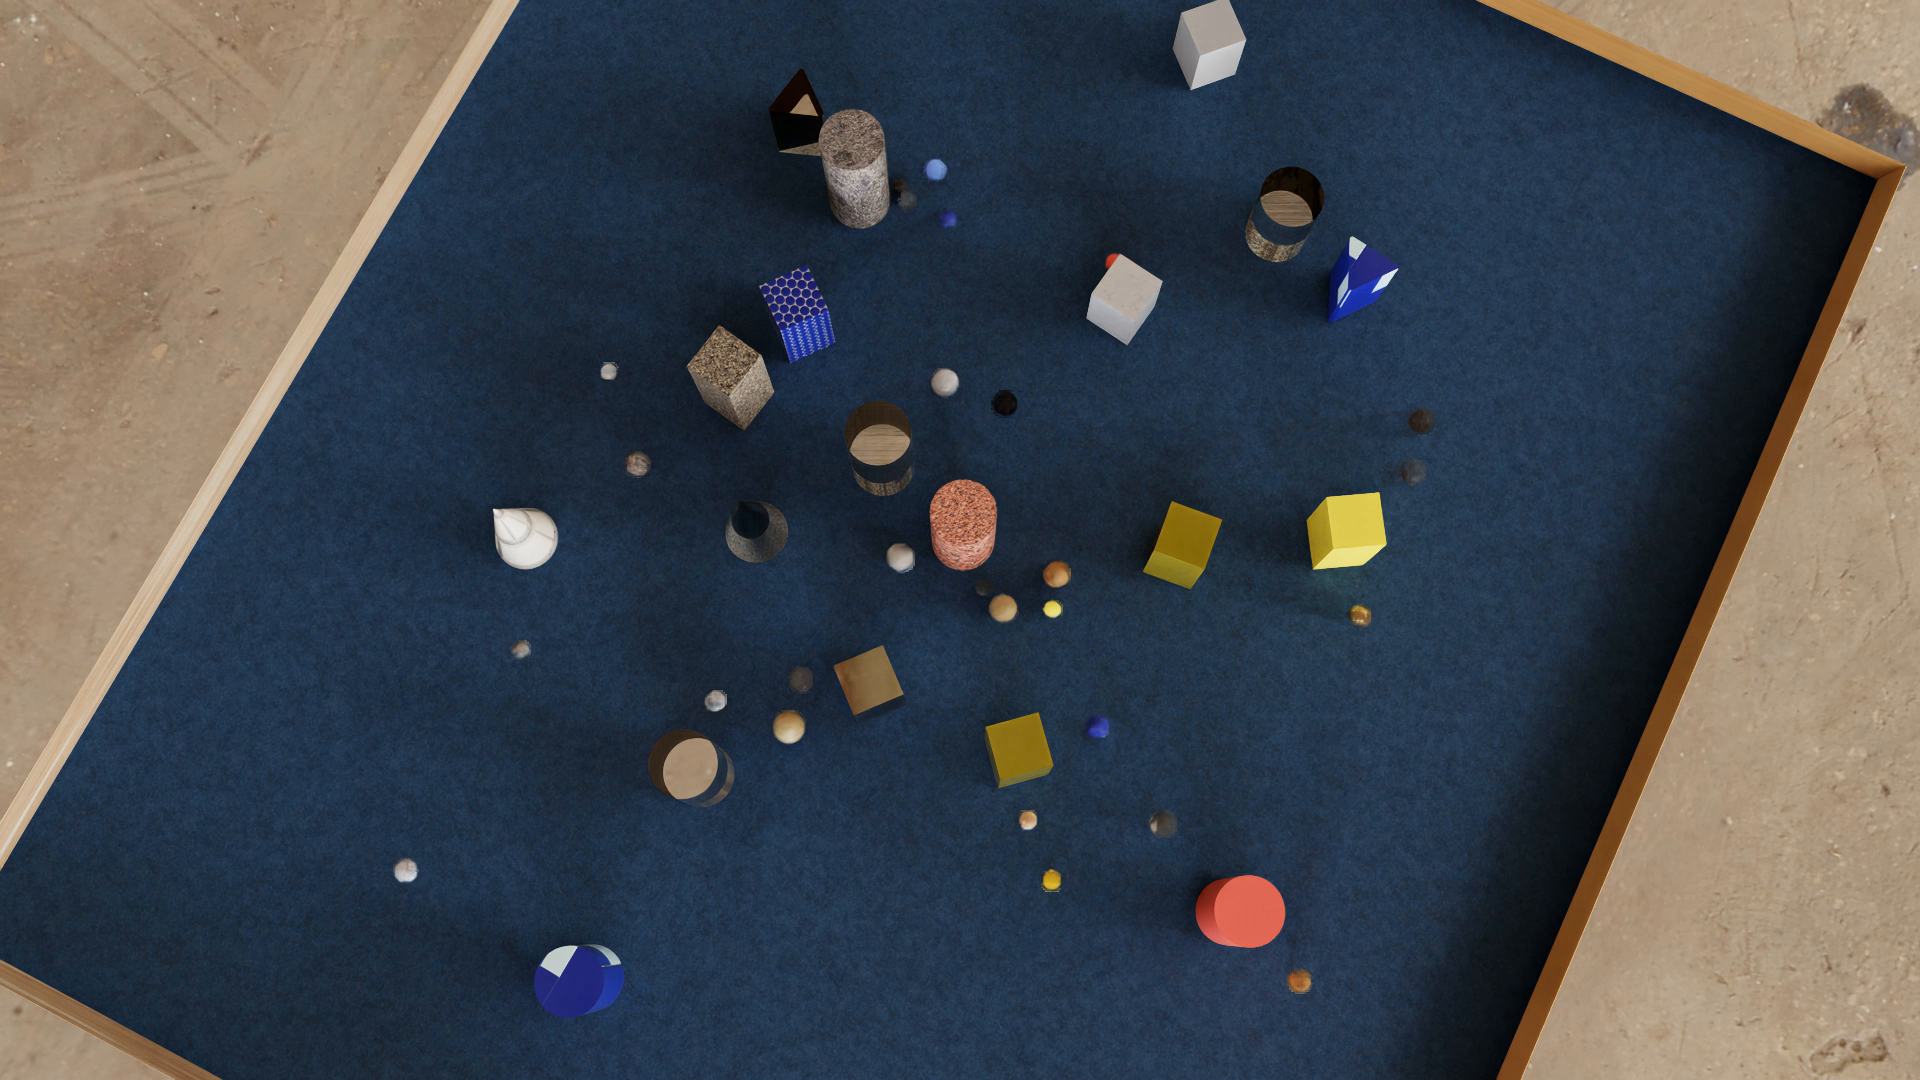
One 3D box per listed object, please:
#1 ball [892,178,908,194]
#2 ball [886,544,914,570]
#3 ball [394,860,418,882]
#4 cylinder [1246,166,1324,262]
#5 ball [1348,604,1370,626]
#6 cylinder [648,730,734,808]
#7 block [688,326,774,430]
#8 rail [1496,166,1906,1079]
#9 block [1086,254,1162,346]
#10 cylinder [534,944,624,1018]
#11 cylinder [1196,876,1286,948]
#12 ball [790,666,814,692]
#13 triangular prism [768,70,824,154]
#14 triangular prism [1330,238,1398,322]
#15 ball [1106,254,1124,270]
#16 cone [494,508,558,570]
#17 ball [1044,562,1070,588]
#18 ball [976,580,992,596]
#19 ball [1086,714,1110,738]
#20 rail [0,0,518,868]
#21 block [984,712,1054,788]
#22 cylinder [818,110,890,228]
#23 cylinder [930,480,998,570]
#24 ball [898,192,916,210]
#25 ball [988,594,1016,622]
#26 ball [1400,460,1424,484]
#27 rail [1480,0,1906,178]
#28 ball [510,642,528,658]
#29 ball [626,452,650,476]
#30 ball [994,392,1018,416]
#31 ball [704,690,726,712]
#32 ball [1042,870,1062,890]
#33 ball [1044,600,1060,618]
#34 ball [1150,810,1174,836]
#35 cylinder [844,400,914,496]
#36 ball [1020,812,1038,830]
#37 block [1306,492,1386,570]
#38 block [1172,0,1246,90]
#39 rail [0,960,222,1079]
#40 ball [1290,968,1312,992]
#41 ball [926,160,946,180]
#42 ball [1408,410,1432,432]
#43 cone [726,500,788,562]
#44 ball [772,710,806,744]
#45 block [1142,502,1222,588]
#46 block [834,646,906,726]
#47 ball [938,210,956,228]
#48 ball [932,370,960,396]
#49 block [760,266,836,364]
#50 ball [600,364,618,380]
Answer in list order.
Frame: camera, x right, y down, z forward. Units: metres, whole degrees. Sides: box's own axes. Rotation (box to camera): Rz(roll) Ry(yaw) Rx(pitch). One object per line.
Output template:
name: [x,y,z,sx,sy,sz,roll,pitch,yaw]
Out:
ball: [-0.192,-1.126,5.824,0.050,0.050,0.050,0,78,0]
ball: [-0.183,0.051,5.563,0.085,0.085,0.085,0,78,0]
ball: [-1.627,0.972,5.381,0.067,0.067,0.067,0,78,0]
cylinder: [1.002,-1.005,5.671,0.194,0.301,0.194,0,78,0]
ball: [1.204,0.227,5.536,0.065,0.065,0.065,0,78,0]
cylinder: [-0.769,0.662,5.281,0.194,0.389,0.194,0,78,0]
block: [-0.686,-0.483,5.520,0.155,0.386,0.155,36,81,7]
rail: [1.872,0.923,5.360,0.045,0.126,4.779,26,80,5]
block: [0.505,-0.739,5.650,0.155,0.234,0.155,34,80,7]
cylinder: [-1.077,1.248,5.201,0.194,0.307,0.194,0,78,0]
cylinder: [0.789,1.052,5.190,0.194,0.409,0.194,0,78,0]
ball: [-0.473,0.417,5.493,0.073,0.073,0.073,0,78,0]
triangular prism: [-0.491,-1.341,5.738,0.168,0.305,0.145,6,78,1]
triangular prism: [1.205,-0.815,5.633,0.168,0.299,0.145,-25,79,-5]
ball: [0.493,-0.866,5.759,0.071,0.071,0.071,0,78,0]
cone: [-1.328,-0.047,5.416,0.194,0.411,0.194,0,78,0]
ball: [0.292,0.105,5.554,0.079,0.079,0.079,0,78,0]
ball: [0.073,0.144,5.561,0.050,0.050,0.050,0,78,0]
ball: [0.412,0.556,5.466,0.069,0.069,0.069,0,78,0]
rail: [-1.872,-0.910,5.740,0.045,0.126,4.779,26,80,5]
block: [0.167,0.613,5.316,0.155,0.341,0.155,-15,79,-3]
cylinder: [-0.319,-1.131,5.615,0.194,0.461,0.194,0,78,0]
cylinder: [0.010,-0.041,5.429,0.194,0.384,0.194,0,78,0]
ball: [-0.169,-1.077,5.810,0.057,0.057,0.057,0,78,0]
ball: [0.129,0.206,5.531,0.084,0.084,0.084,0,78,0]
ball: [1.387,-0.208,5.621,0.076,0.076,0.076,0,78,0]
rail: [1.058,-2.065,5.979,4.233,0.126,0.045,26,80,5]
ball: [-1.326,0.331,5.521,0.054,0.054,0.054,0,78,0]
ball: [-0.987,-0.233,5.626,0.076,0.076,0.076,0,78,0]
ball: [0.141,-0.421,5.665,0.075,0.075,0.075,0,78,0]
ball: [-0.733,0.483,5.485,0.061,0.061,0.061,0,78,0]
ball: [0.270,0.999,5.381,0.057,0.057,0.057,0,78,0]
ball: [0.279,0.209,5.547,0.052,0.052,0.052,0,78,0]
ball: [0.596,0.837,5.405,0.075,0.075,0.075,0,78,0]
cylinder: [-0.237,-0.270,5.475,0.194,0.386,0.194,0,78,0]
ball: [0.202,0.829,5.417,0.055,0.055,0.055,0,78,0]
block: [1.148,-0.024,5.461,0.155,0.314,0.155,-5,78,-1]
block: [0.790,-1.575,5.820,0.155,0.240,0.155,-20,79,-4]
rail: [-1.058,2.079,5.121,4.233,0.126,0.045,26,80,5]
ball: [0.989,1.277,5.320,0.064,0.064,0.064,0,78,0]
ball: [-0.076,-1.177,5.826,0.067,0.067,0.067,0,78,0]
ball: [1.421,-0.367,5.657,0.070,0.070,0.070,0,78,0]
cone: [-0.624,-0.071,5.403,0.194,0.447,0.194,0,78,0]
ball: [-0.509,0.557,5.452,0.097,0.097,0.097,0,78,0]
block: [0.657,0.019,5.441,0.155,0.335,0.155,20,79,4]
block: [-0.263,0.429,5.386,0.155,0.278,0.155,-23,79,-5]
ball: [-0.042,-1.015,5.798,0.057,0.057,0.057,0,78,0]
ball: [-0.046,-0.486,5.673,0.086,0.086,0.086,0,78,0]
block: [-0.493,-0.686,5.595,0.155,0.321,0.155,-25,79,-5]
ball: [-1.092,-0.523,5.698,0.052,0.052,0.052,0,78,0]
